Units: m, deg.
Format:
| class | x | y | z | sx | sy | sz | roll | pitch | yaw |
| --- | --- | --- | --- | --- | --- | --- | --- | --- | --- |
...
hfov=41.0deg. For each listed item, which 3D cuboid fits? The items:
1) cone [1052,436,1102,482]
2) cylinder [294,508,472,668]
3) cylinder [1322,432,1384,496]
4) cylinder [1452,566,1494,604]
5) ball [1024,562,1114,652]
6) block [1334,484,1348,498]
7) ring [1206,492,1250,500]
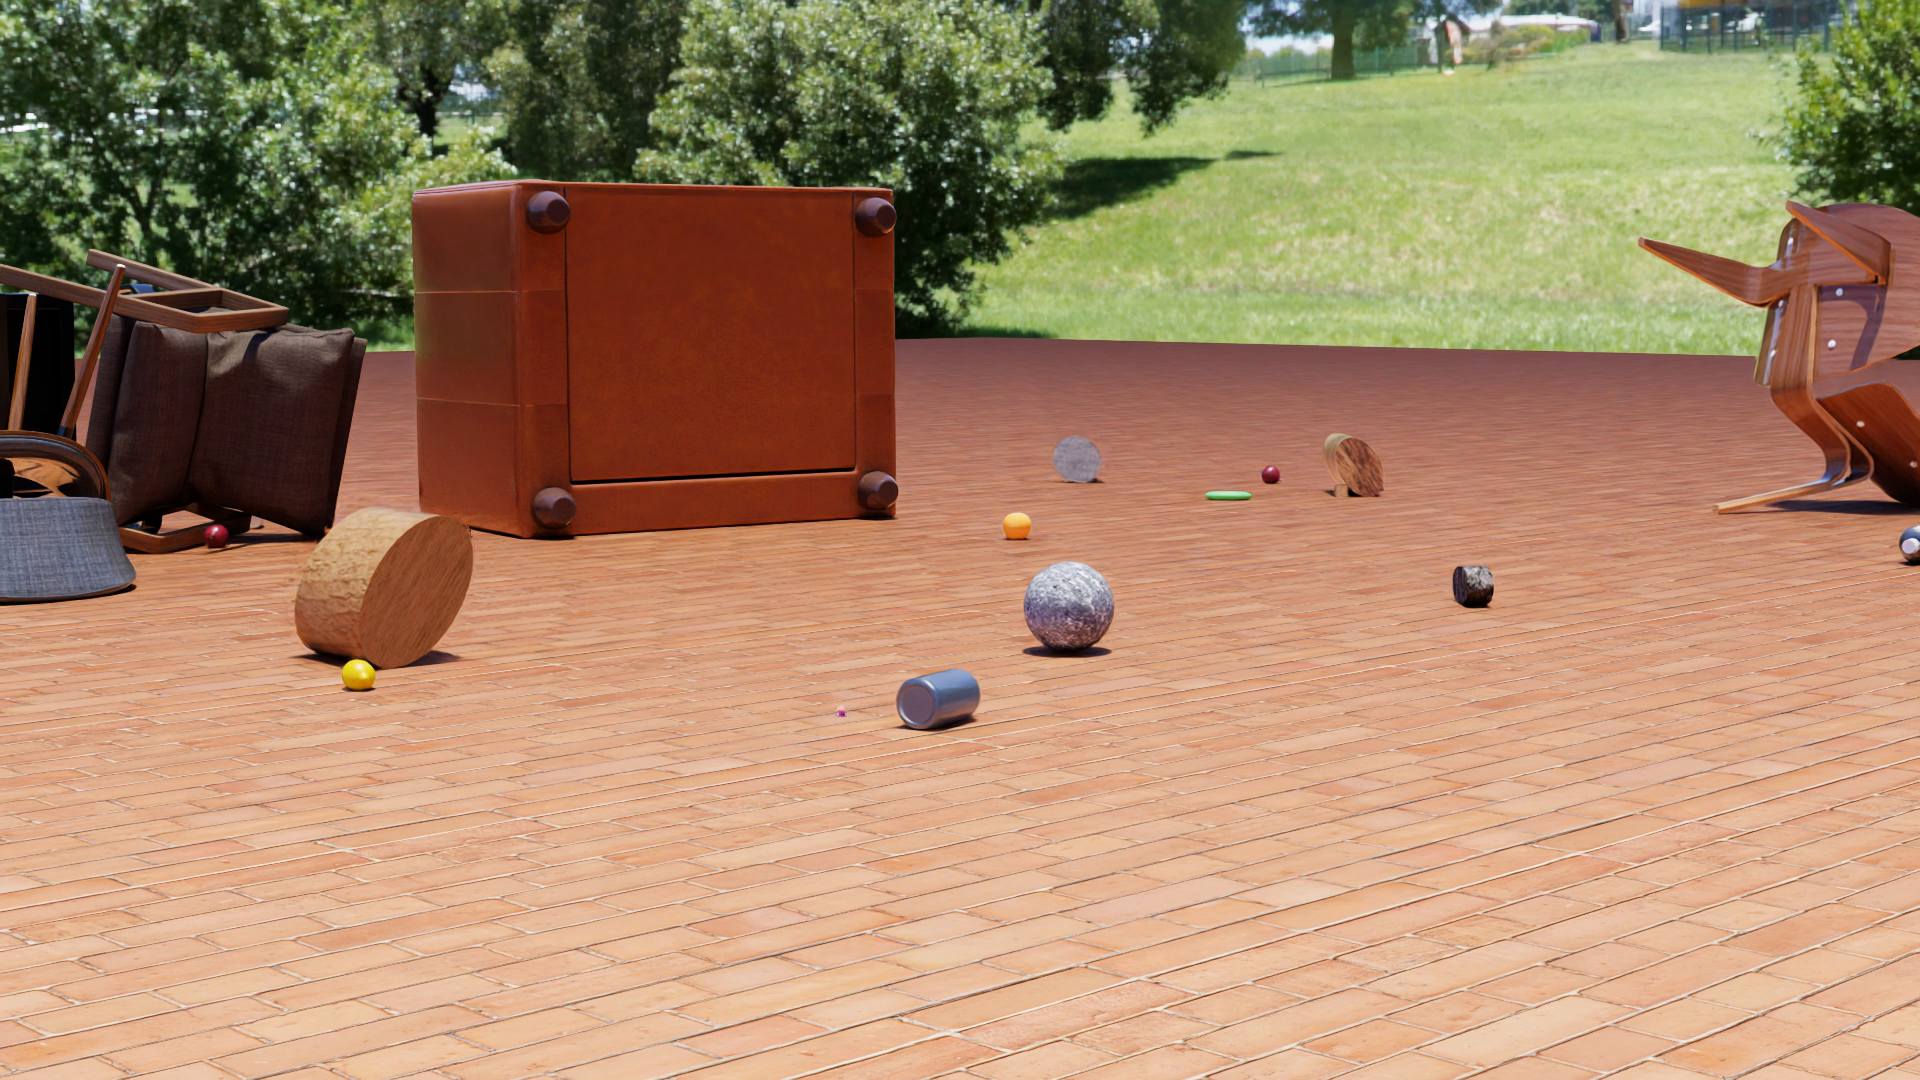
| class | x | y | z | sx | sy | sz | roll | pitch | yaw |
| --- | --- | --- | --- | --- | --- | --- | --- | --- | --- |
| cone | 0.403 | -0.236 | 8.340 | 0.161 | 0.146 | 0.326 | 36 | 0 | 13 |
| cylinder | -0.993 | 0.079 | 4.416 | 0.237 | 0.283 | 0.175 | 7 | -26 | 49 |
| cylinder | 1.188 | -0.229 | 7.768 | 0.123 | 0.192 | 0.247 | -30 | 6 | 2 |
| cylinder | 1.031 | 0.091 | 5.160 | 0.052 | 0.076 | 0.139 | 0 | 3 | -2 |
| ball | 0.191 | 0.117 | 4.498 | 0.160 | 0.160 | 0.160 | 0 | 6 | 0 |
| block | 1.138 | -0.147 | 7.668 | 0.033 | 0.035 | 0.040 | 0 | 6 | -1 |
| ring | 0.792 | -0.131 | 7.567 | 0.136 | 0.023 | 0.082 | 1 | 5 | 1 |
